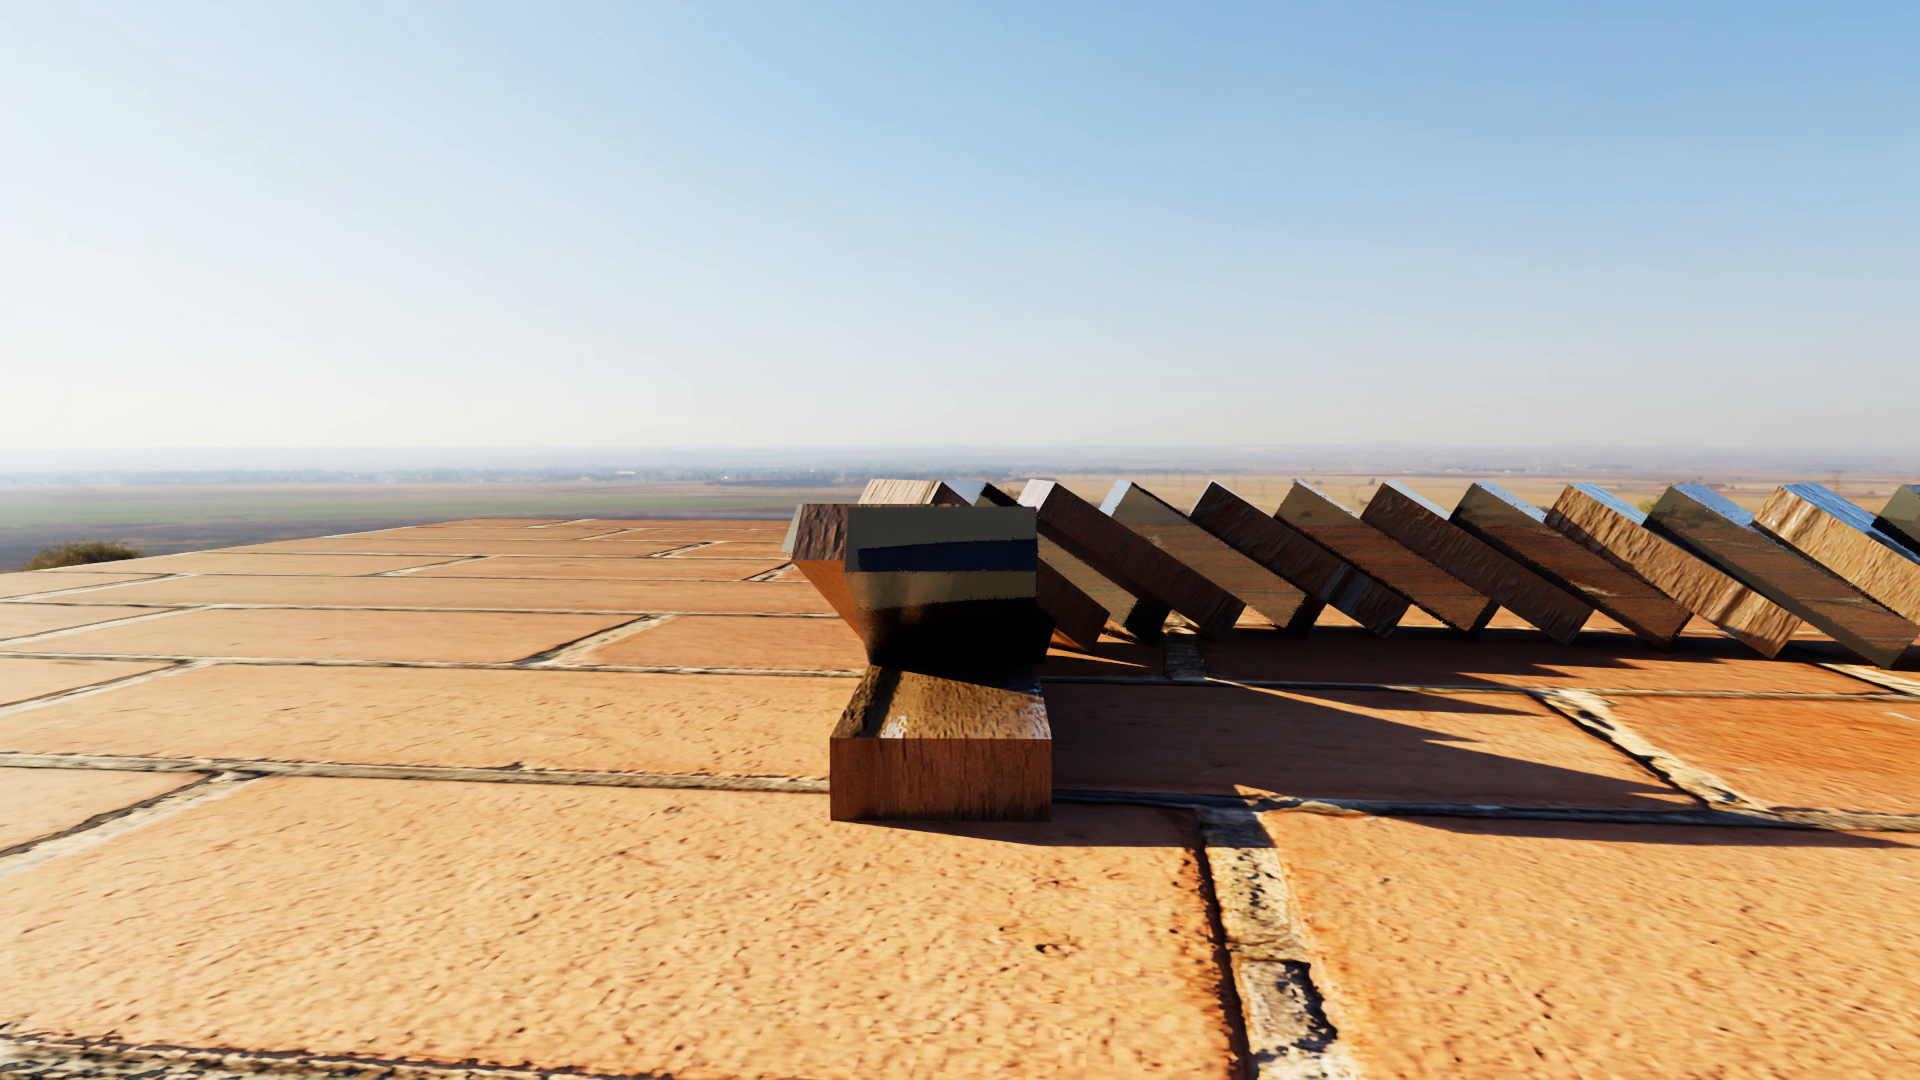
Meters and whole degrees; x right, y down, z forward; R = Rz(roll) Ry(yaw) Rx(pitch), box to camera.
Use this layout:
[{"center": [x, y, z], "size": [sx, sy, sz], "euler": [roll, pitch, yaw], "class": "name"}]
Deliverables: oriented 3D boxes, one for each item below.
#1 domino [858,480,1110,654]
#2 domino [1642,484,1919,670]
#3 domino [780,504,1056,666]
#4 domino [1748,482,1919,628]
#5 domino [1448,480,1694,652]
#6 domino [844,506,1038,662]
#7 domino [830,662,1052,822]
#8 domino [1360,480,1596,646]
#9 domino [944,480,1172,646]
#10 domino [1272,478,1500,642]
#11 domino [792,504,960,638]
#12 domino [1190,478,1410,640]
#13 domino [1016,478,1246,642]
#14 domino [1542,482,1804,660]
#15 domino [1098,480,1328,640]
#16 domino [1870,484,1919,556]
[{"center": [0.004, 0.005, 0.258], "size": [0.050, 0.009, 0.025], "euler": [37, -18, -31], "class": "domino"}, {"center": [0.168, 0.006, 0.262], "size": [0.025, 0.010, 0.050], "euler": [-5, 37, -48], "class": "domino"}, {"center": [-0.007, 0.009, 0.239], "size": [0.025, 0.009, 0.050], "euler": [4, -22, 41], "class": "domino"}, {"center": [0.184, 0.007, 0.250], "size": [0.025, 0.010, 0.050], "euler": [-4, 37, -42], "class": "domino"}, {"center": [0.134, 0.004, 0.281], "size": [0.050, 0.010, 0.025], "euler": [37, 20, 23], "class": "domino"}, {"center": [-0.001, 0.011, 0.190], "size": [0.025, 0.009, 0.050], "euler": [0, -27, 2], "class": "domino"}, {"center": [-0.002, 0.025, 0.169], "size": [0.025, 0.010, 0.050], "euler": [0, 4, 1], "class": "domino"}, {"center": [0.115, 0.004, 0.287], "size": [0.050, 0.010, 0.025], "euler": [35, 16, 18], "class": "domino"}, {"center": [0.018, 0.005, 0.274], "size": [0.050, 0.009, 0.025], "euler": [33, -8, -19], "class": "domino"}, {"center": [0.096, 0.004, 0.291], "size": [0.050, 0.010, 0.025], "euler": [33, 12, 11], "class": "domino"}, {"center": [-0.006, 0.010, 0.212], "size": [0.025, 0.010, 0.050], "euler": [1, -26, 18], "class": "domino"}, {"center": [0.076, 0.003, 0.293], "size": [0.050, 0.009, 0.025], "euler": [33, 9, 7], "class": "domino"}, {"center": [0.036, 0.004, 0.284], "size": [0.050, 0.009, 0.025], "euler": [32, -1, -10], "class": "domino"}, {"center": [0.152, 0.005, 0.272], "size": [0.050, 0.010, 0.025], "euler": [38, 24, 28], "class": "domino"}, {"center": [0.056, 0.004, 0.290], "size": [0.050, 0.010, 0.025], "euler": [32, 4, -2], "class": "domino"}, {"center": [0.200, 0.007, 0.237], "size": [0.025, 0.009, 0.050], "euler": [-2, 36, -30], "class": "domino"}]
